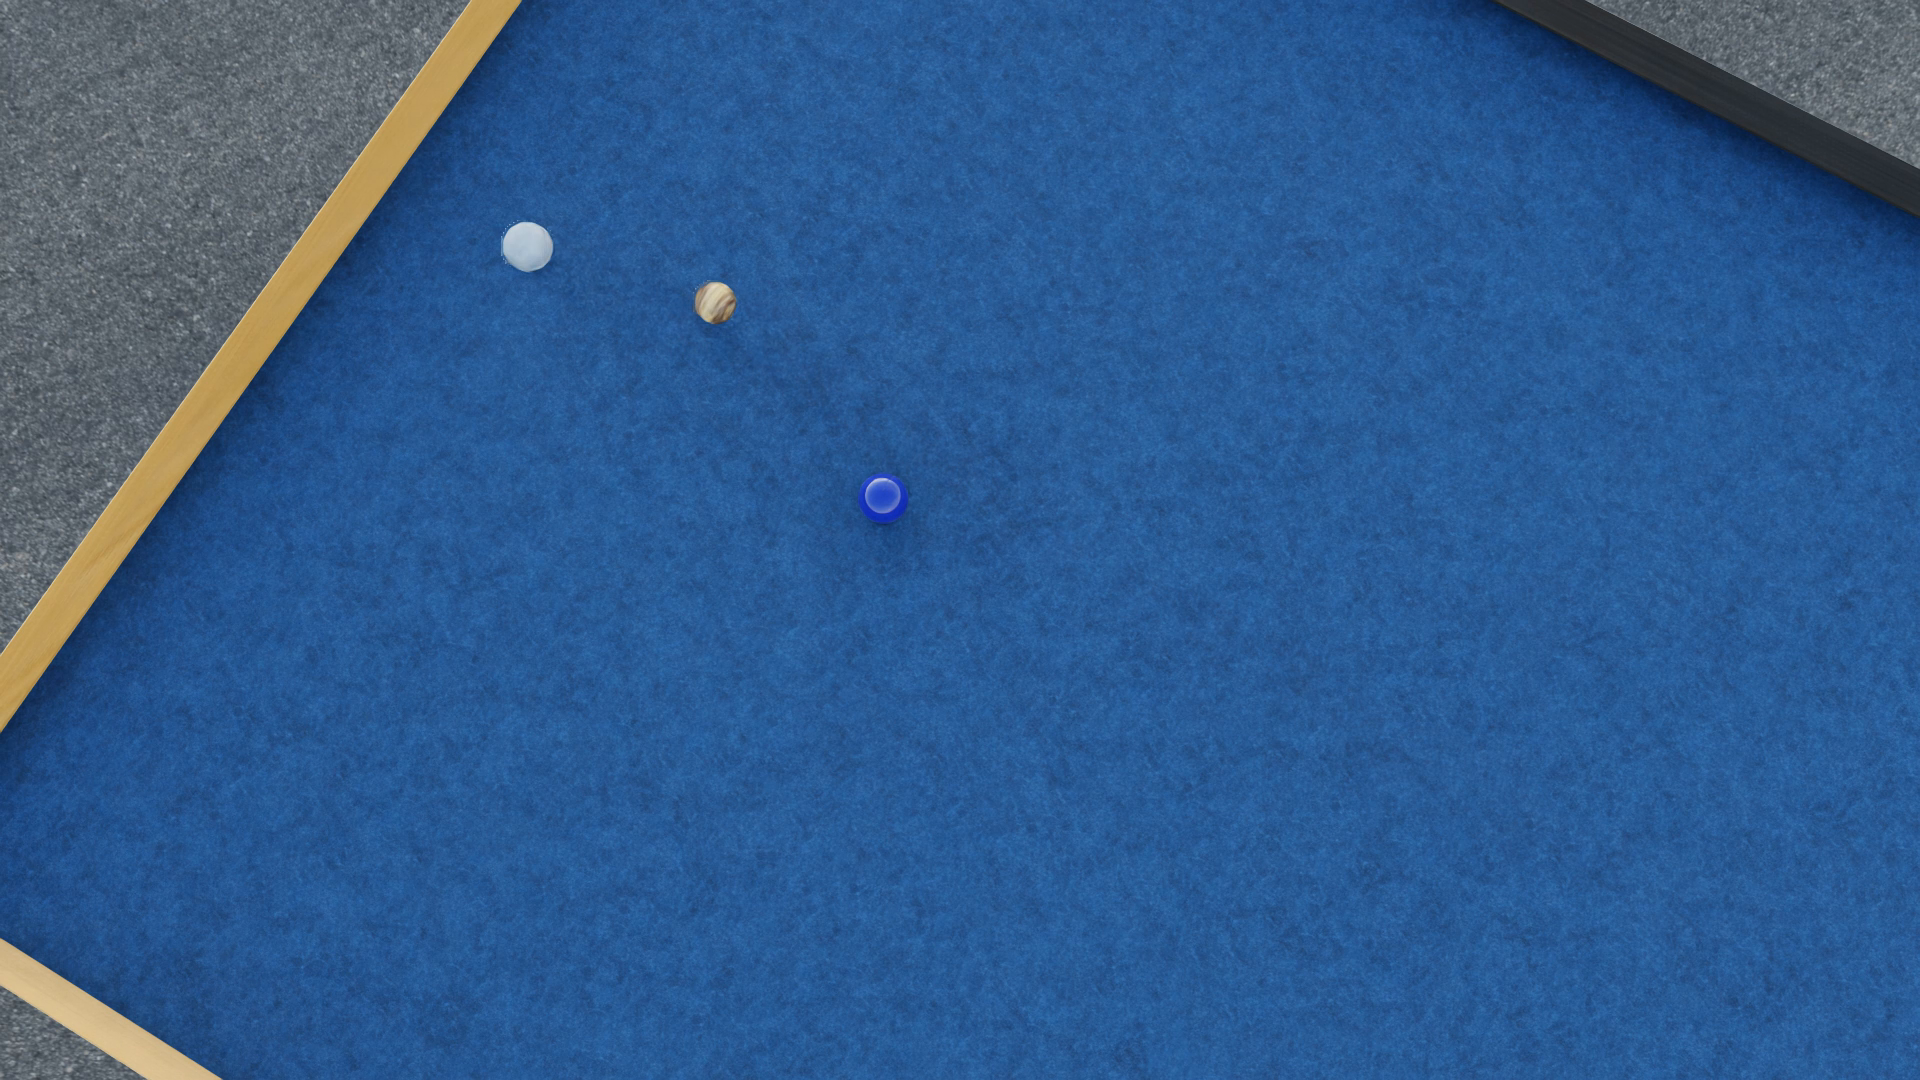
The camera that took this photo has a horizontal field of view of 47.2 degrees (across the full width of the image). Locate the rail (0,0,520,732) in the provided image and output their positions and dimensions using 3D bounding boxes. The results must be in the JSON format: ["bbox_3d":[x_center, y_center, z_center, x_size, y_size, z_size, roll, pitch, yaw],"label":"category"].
[{"bbox_3d":[-0.946,-0.540,3.485,0.045,0.102,2.533,30,77,8],"label":"rail"}]

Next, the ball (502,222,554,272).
[{"bbox_3d":[-0.683,-0.464,3.477,0.079,0.079,0.079,0,75,0],"label":"ball"}]

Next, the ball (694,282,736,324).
[{"bbox_3d":[-0.384,-0.373,3.459,0.066,0.066,0.066,0,75,0],"label":"ball"}]

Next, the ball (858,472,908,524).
[{"bbox_3d":[-0.117,-0.064,3.368,0.078,0.078,0.078,0,75,0],"label":"ball"}]

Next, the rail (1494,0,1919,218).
[{"bbox_3d":[1.596,-0.490,3.472,4.483,0.102,0.045,30,77,8],"label":"rail"}]

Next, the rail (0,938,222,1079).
[{"bbox_3d":[0.337,1.576,2.903,4.483,0.102,0.045,30,77,8],"label":"rail"}]
